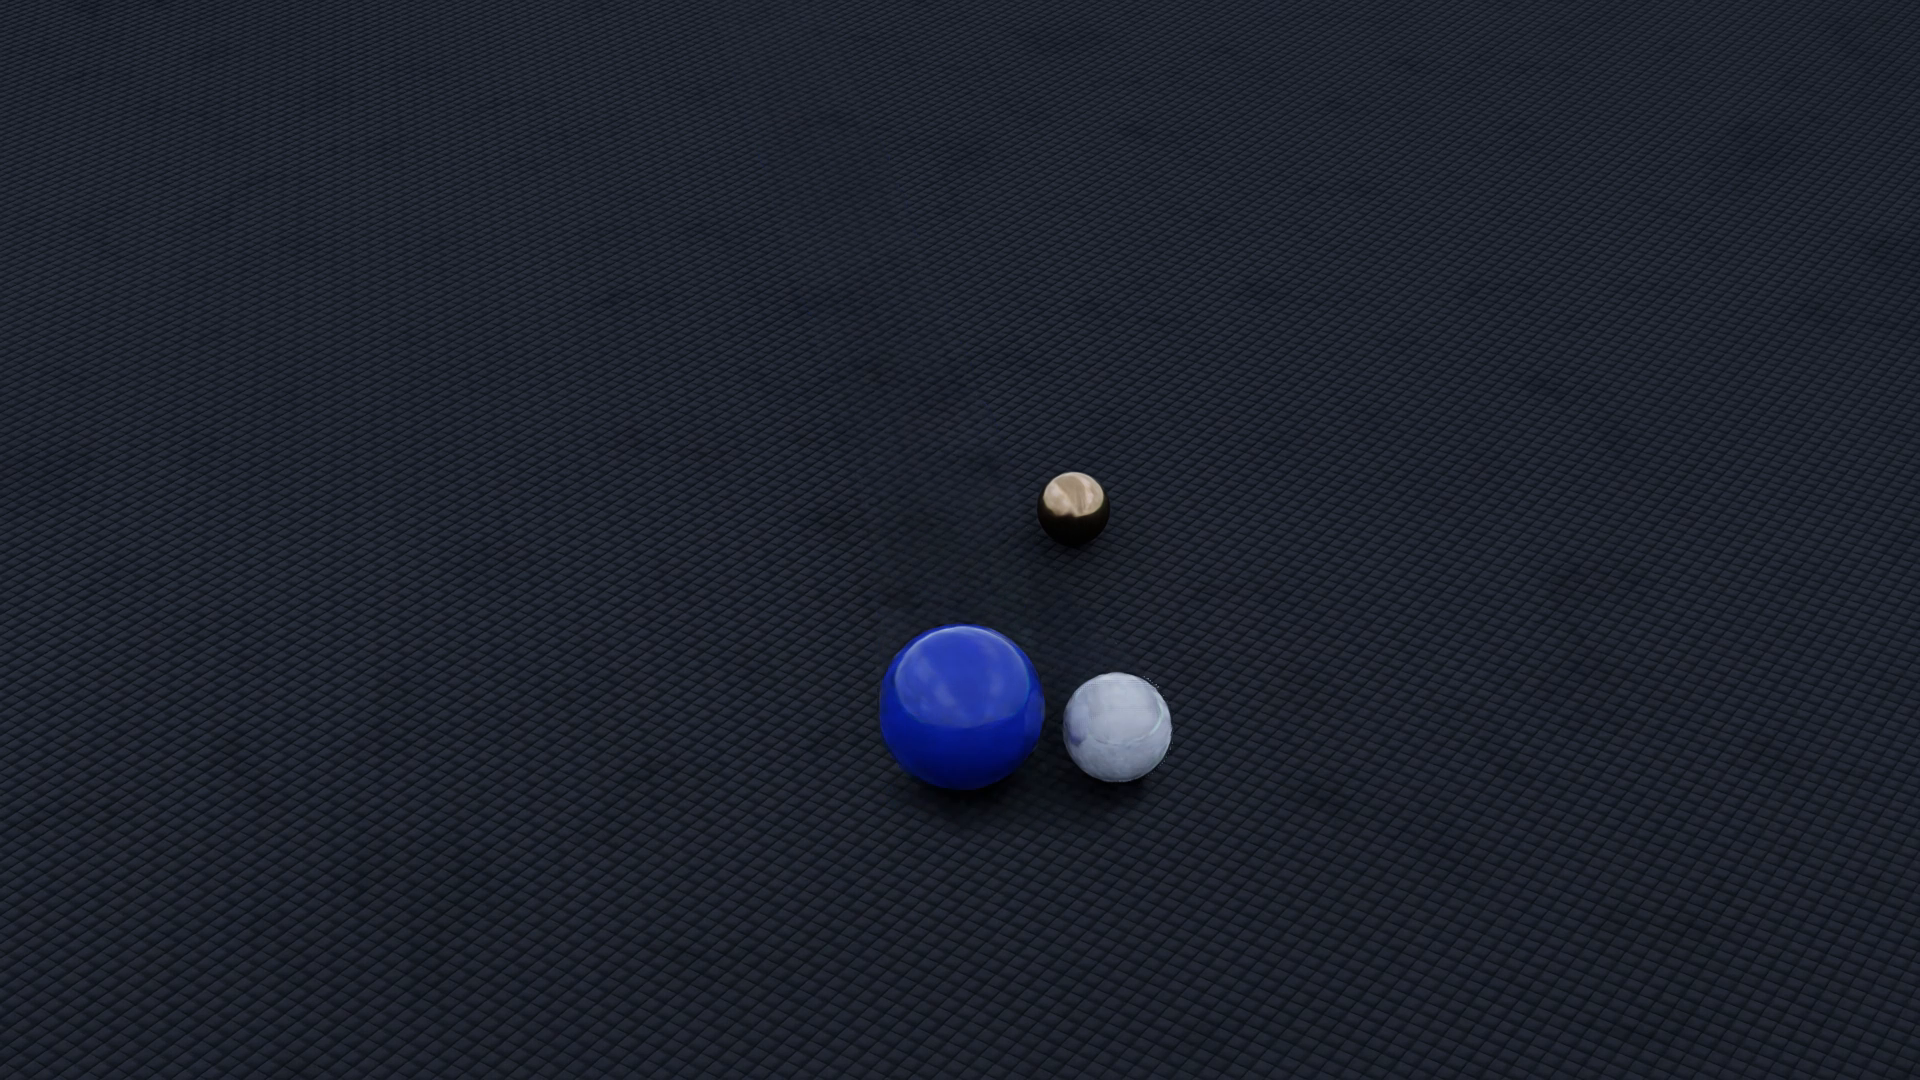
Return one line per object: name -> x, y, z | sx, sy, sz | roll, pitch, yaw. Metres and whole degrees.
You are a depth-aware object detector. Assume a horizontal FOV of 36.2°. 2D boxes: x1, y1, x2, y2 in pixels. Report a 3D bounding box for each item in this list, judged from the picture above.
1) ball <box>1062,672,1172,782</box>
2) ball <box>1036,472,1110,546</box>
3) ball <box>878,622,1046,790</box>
ball -> 0.081, 0.097, 1.522 | 0.057, 0.057, 0.057 | 0, 31, 0
ball -> 0.067, -0.019, 1.731 | 0.044, 0.044, 0.044 | 0, 31, 0
ball -> 0.001, 0.086, 1.513 | 0.086, 0.086, 0.086 | 0, 31, 0
